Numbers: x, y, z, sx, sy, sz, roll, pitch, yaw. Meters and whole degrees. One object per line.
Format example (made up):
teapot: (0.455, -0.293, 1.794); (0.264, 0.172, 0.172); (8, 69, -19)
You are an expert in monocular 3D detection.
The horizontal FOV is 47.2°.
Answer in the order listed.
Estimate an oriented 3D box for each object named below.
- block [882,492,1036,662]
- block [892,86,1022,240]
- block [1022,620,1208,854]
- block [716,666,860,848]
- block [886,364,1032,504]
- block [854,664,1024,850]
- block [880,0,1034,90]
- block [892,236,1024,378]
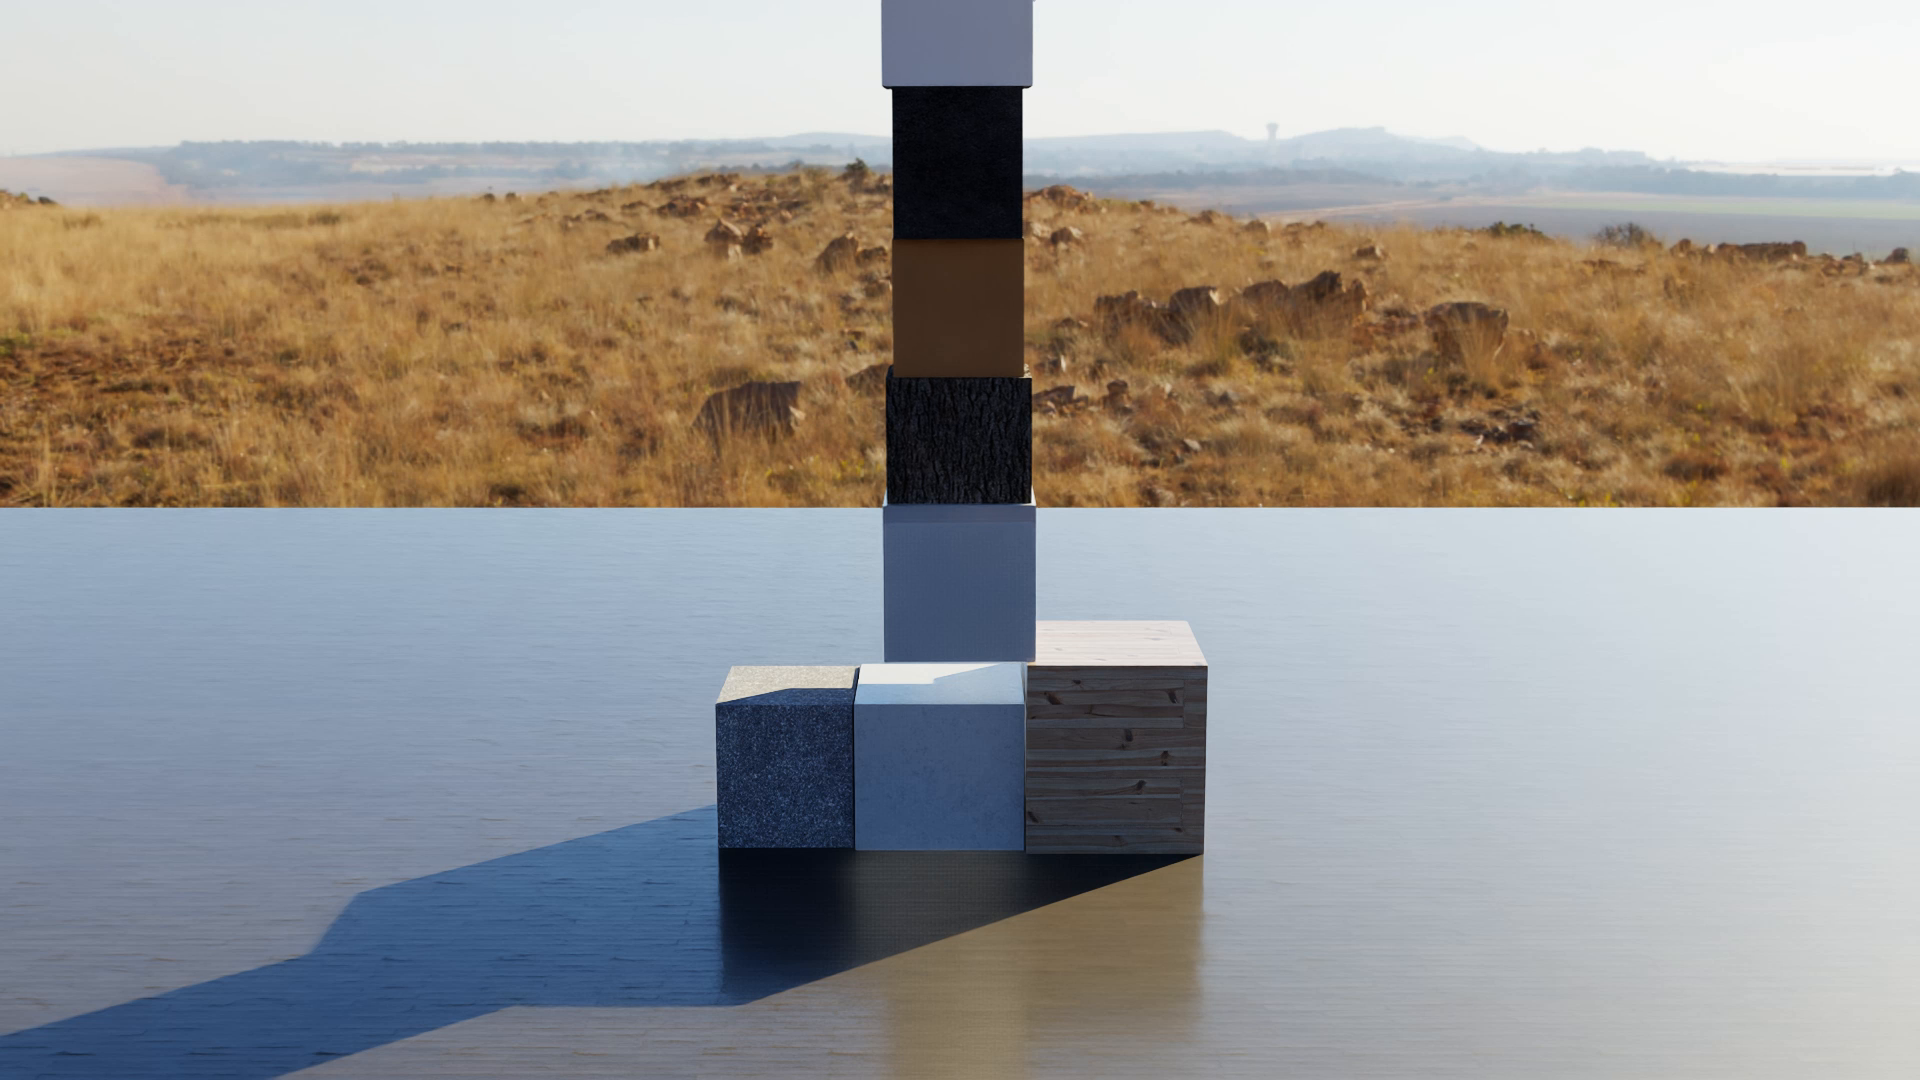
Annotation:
block: (-0.002, 0.144, 11.201); (0.748, 0.783, 0.825); (0, 10, 0)
block: (-0.011, -1.860, 10.827); (0.621, 0.719, 0.698); (0, 10, 0)
block: (0.773, 0.999, 11.375); (0.887, 0.965, 1.014); (0, 10, 0)
block: (-0.875, 1.109, 11.399); (0.682, 0.739, 0.825); (0, 10, 0)
block: (-0.005, -0.543, 11.068); (0.710, 0.616, 0.686); (0, 10, 0)
block: (-0.102, 1.107, 11.366); (0.844, 0.754, 0.852); (0, 10, 0)
block: (-0.014, -2.568, 10.700); (0.717, 0.718, 0.692); (0, 10, 0)
block: (-0.008, -1.177, 10.956); (0.638, 0.671, 0.593); (0, 10, 0)
